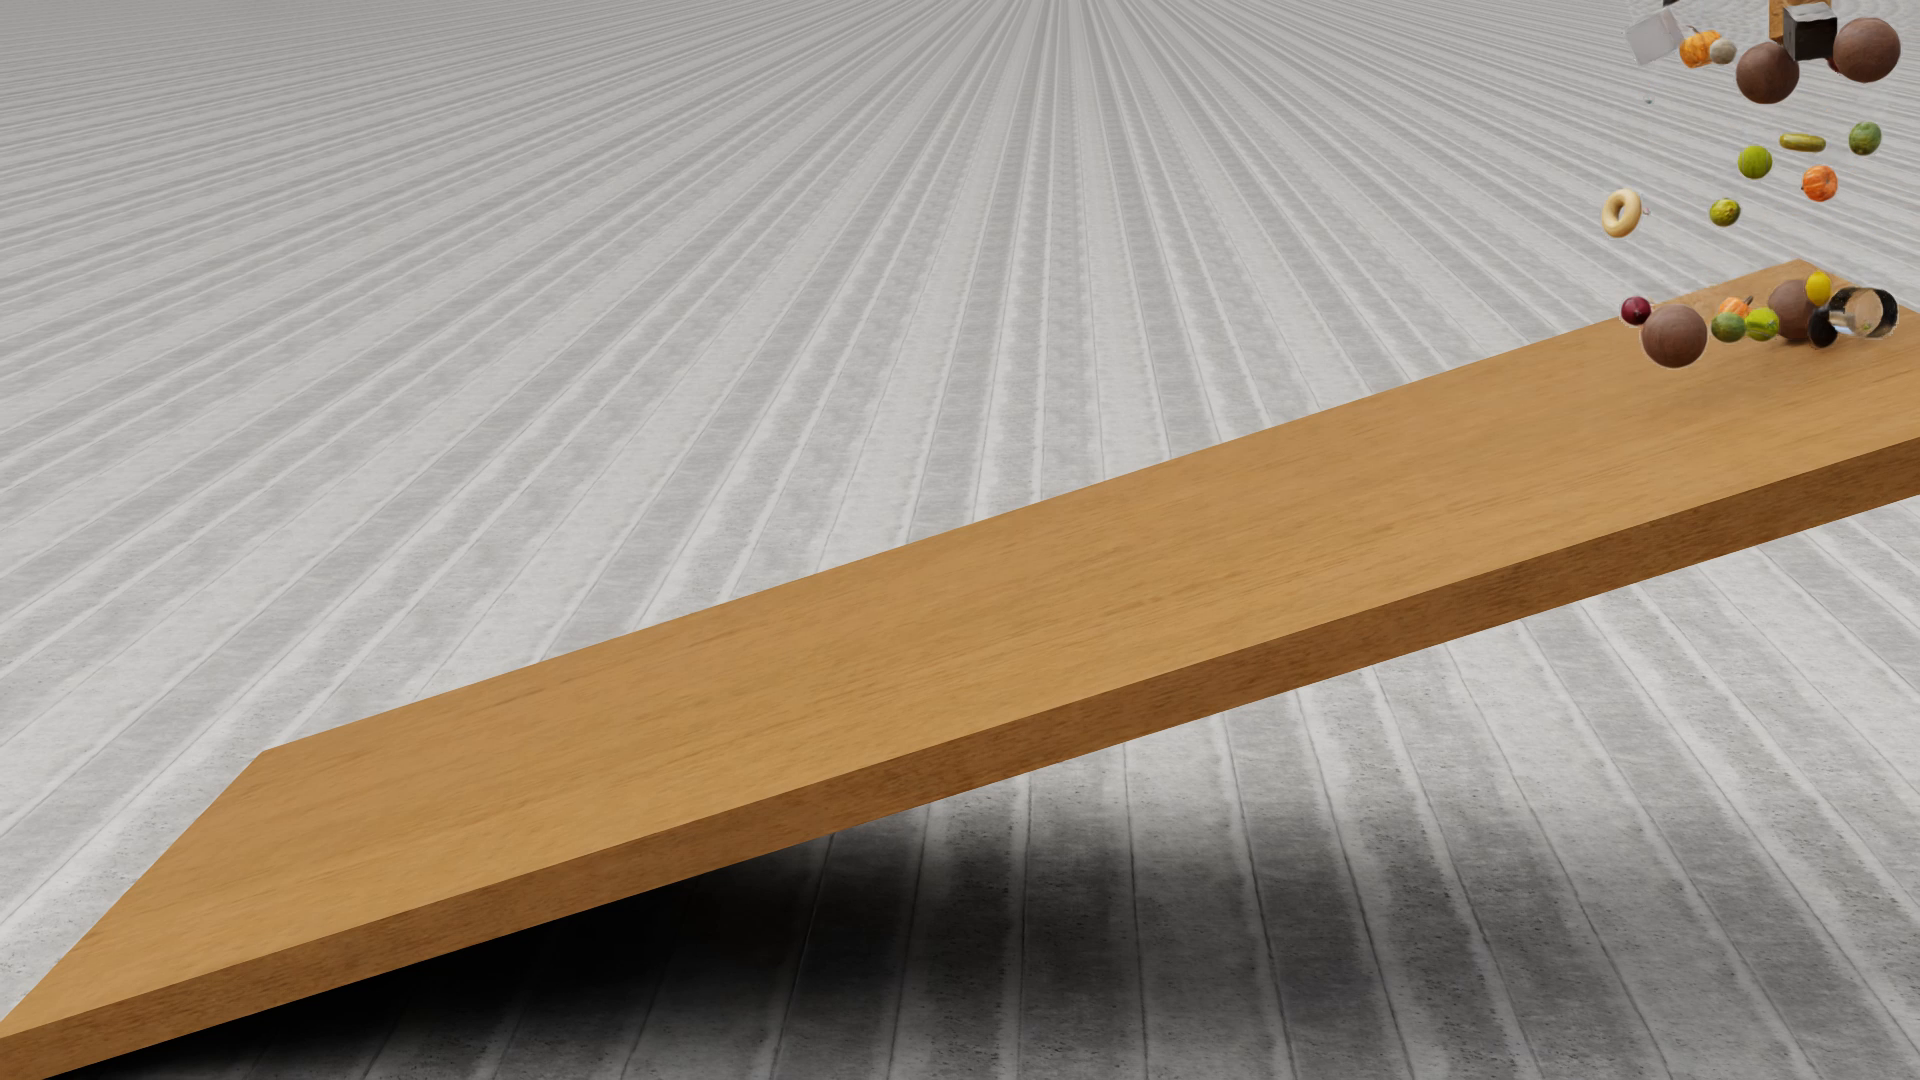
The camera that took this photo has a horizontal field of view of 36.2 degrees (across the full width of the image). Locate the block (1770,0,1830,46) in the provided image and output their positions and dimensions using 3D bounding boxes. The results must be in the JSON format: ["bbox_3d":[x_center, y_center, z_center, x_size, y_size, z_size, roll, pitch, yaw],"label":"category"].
[{"bbox_3d":[1.735,-1.075,6.075,0.090,0.090,0.090,-7,-13,43],"label":"block"}]

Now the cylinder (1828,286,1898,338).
[{"bbox_3d":[1.822,-0.460,5.934,0.098,0.098,0.098,-3,8,-14],"label":"cylinder"}]

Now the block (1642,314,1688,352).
[{"bbox_3d":[1.453,-0.427,6.061,0.057,0.057,0.057,-1,-18,-44],"label":"block"}]

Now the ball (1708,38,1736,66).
[{"bbox_3d":[1.509,-0.967,5.822,0.053,0.053,0.053,0,12,0],"label":"ball"}]

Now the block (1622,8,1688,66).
[{"bbox_3d":[1.414,-1.023,5.984,0.082,0.082,0.082,-25,3,33],"label":"block"}]

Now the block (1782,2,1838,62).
[{"bbox_3d":[1.721,-1.030,5.955,0.084,0.084,0.084,-7,32,0],"label":"block"}]

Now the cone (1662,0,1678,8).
[{"bbox_3d":[1.460,-1.119,5.990,0.092,0.092,0.092,31,24,-16],"label":"cone"}]

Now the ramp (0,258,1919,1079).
[{"bbox_3d":[0.105,0.181,6.307,4.000,0.100,2.000,-18,11,6],"label":"ramp"}]

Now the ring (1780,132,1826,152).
[{"bbox_3d":[1.660,-0.783,5.794,0.091,0.030,0.091,6,13,-1],"label":"ring"}]

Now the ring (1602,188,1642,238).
[{"bbox_3d":[1.352,-0.668,6.011,0.034,0.103,0.103,13,5,-28],"label":"ring"}]
